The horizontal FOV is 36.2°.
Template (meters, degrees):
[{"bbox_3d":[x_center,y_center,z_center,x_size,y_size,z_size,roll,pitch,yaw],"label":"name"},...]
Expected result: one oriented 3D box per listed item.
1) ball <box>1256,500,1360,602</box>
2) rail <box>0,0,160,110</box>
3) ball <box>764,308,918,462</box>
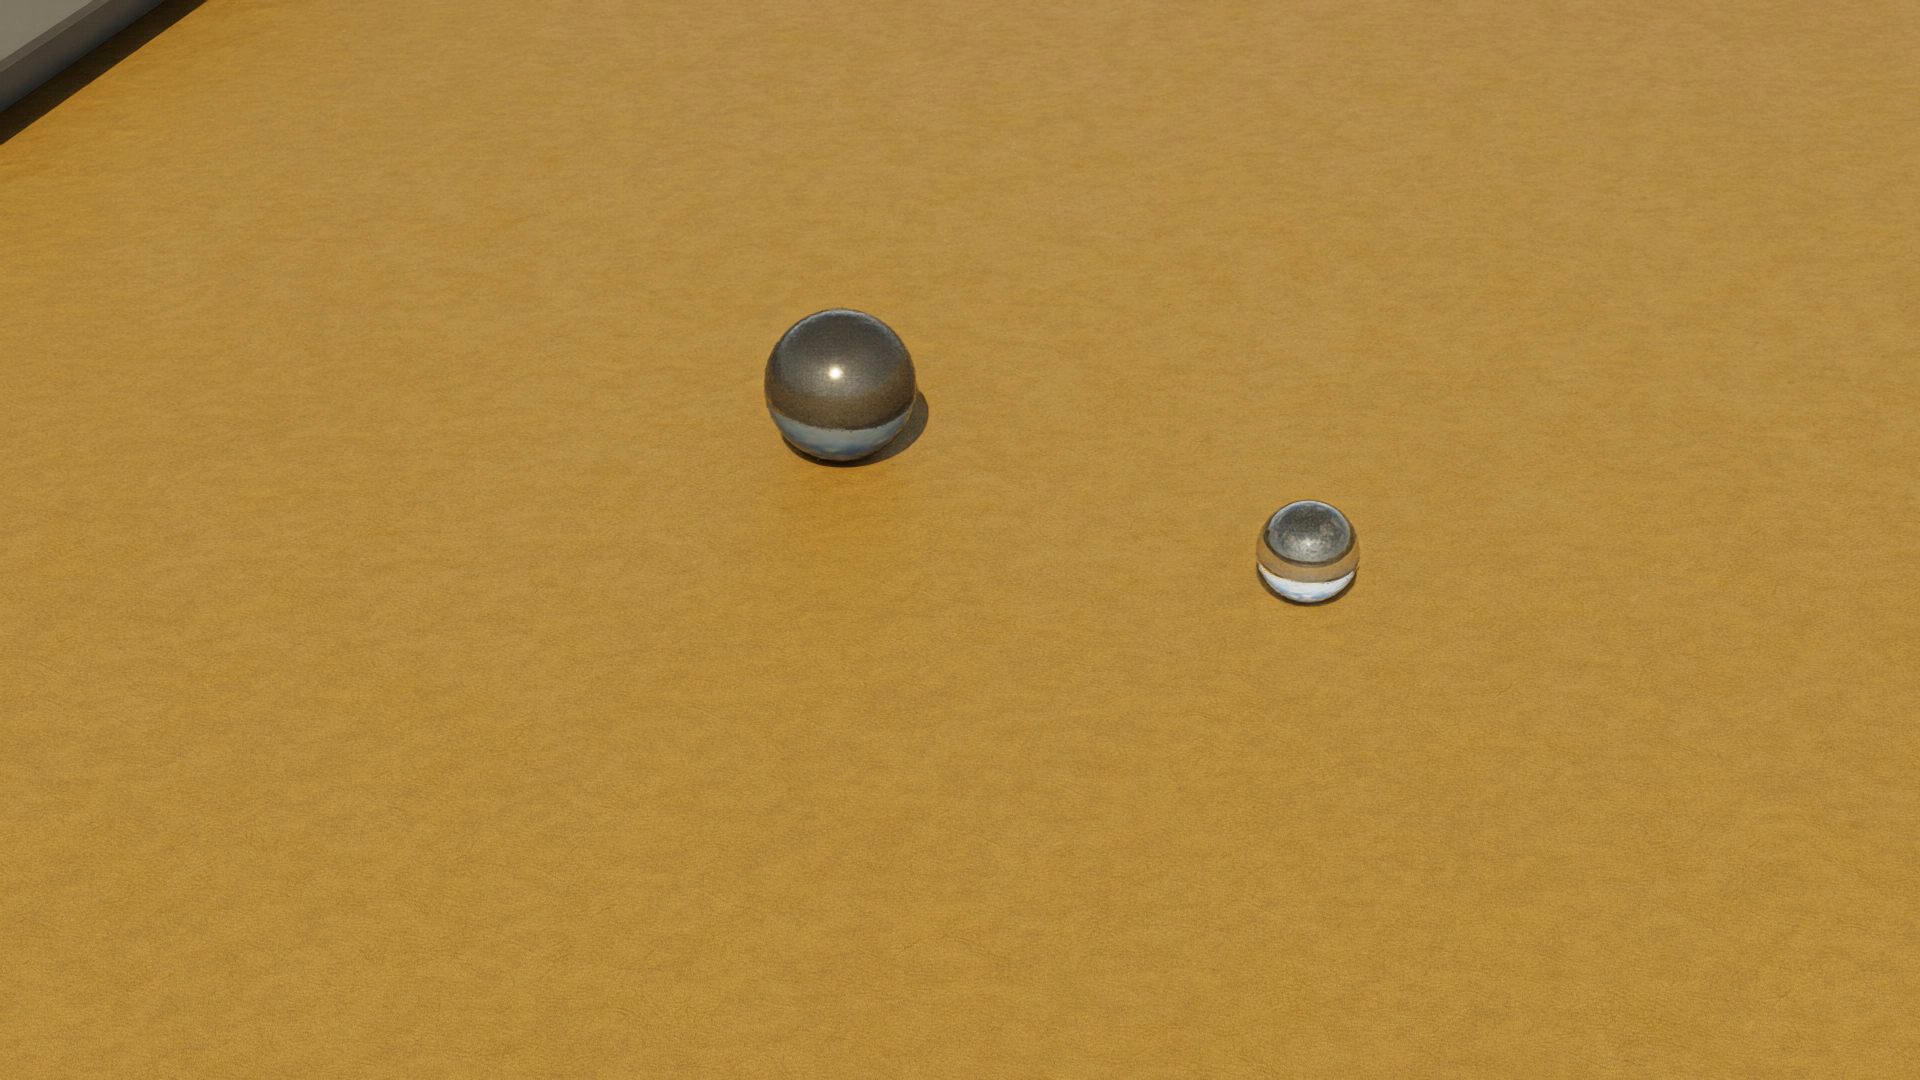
[{"bbox_3d":[0.199,0.006,1.678,0.059,0.059,0.059,0,29,0],"label":"ball"},{"bbox_3d":[-0.674,-0.560,2.634,0.045,0.124,3.728,7,30,12],"label":"rail"},{"bbox_3d":[-0.074,-0.096,1.826,0.095,0.095,0.095,0,29,0],"label":"ball"}]
